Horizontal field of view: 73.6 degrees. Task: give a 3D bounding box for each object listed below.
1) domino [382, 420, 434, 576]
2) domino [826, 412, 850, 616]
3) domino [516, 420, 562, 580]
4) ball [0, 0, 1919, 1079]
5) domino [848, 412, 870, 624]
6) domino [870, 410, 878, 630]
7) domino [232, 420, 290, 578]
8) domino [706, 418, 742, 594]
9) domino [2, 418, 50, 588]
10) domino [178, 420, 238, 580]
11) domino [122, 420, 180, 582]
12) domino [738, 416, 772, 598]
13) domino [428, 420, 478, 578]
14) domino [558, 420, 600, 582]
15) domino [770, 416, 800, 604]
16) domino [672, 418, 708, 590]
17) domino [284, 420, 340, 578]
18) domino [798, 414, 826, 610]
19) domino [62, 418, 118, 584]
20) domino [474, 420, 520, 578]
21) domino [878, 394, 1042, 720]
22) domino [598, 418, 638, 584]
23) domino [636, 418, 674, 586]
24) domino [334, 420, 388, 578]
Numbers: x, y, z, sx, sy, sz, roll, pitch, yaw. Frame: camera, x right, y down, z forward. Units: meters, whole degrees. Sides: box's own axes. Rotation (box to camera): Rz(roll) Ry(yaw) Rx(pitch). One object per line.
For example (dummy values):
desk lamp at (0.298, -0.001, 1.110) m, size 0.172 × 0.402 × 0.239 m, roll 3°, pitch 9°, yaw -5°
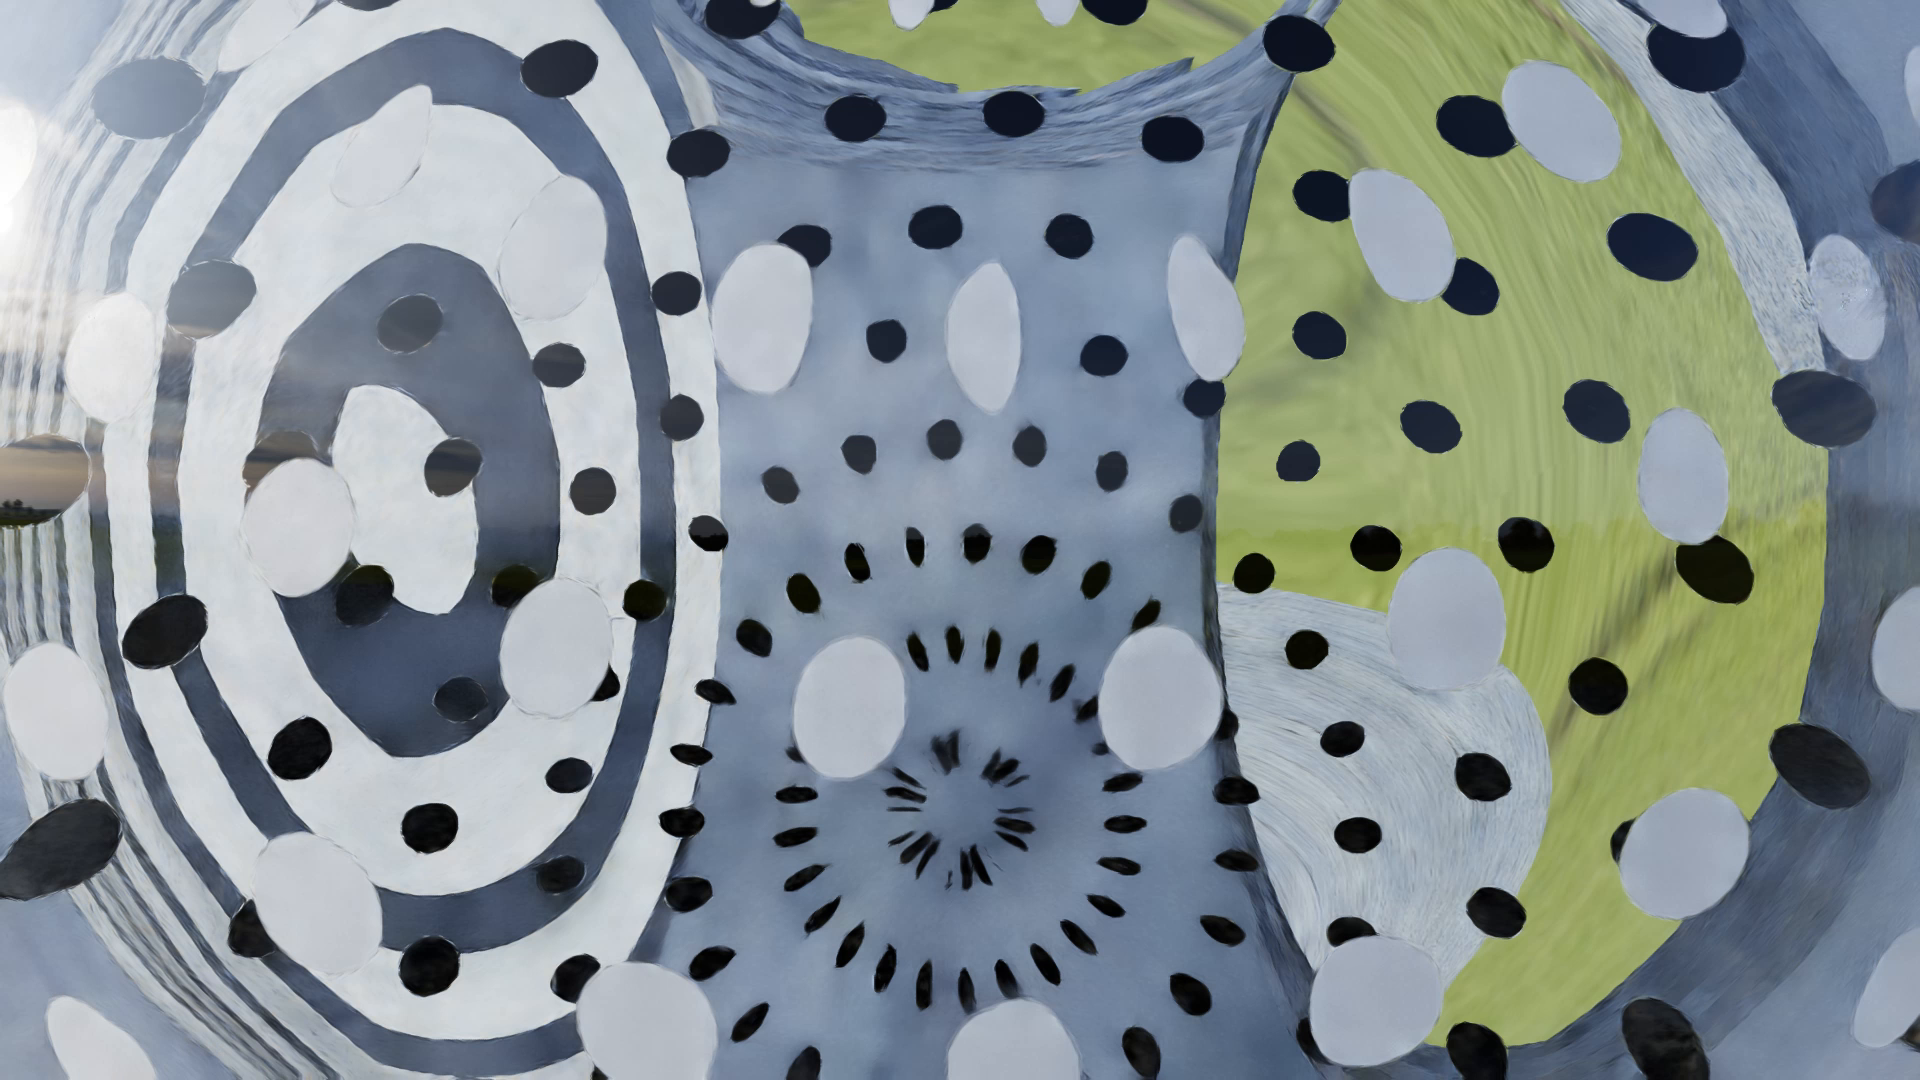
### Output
domino at (-0.178, -0.014, 0.421) m, size 0.010 × 0.050 × 0.025 m, roll 0°, pitch 4°, yaw 2°
domino at (-0.021, -0.007, 0.325) m, size 0.025 × 0.050 × 0.009 m, roll -2°, pitch 5°, yaw -29°
domino at (-0.131, -0.013, 0.413) m, size 0.010 × 0.050 × 0.025 m, roll 1°, pitch 4°, yaw 17°
ball at (0.000, -0.002, 0.056) m, size 0.080 × 0.080 × 0.080 m, roll 0°, pitch 4°, yaw 0°
domino at (-0.013, -0.006, 0.311) m, size 0.025 × 0.050 × 0.010 m, roll -2°, pitch 5°, yaw -24°
domino at (-0.007, -0.005, 0.296) m, size 0.025 × 0.050 × 0.010 m, roll -2°, pitch 5°, yaw -19°
domino at (-0.226, -0.014, 0.417) m, size 0.009 × 0.050 × 0.025 m, roll -1°, pitch 4°, yaw -13°
domino at (-0.061, -0.011, 0.375) m, size 0.009 × 0.050 × 0.025 m, roll 4°, pitch 6°, yaw 41°
domino at (-0.285, -0.012, 0.392) m, size 0.010 × 0.050 × 0.025 m, roll -3°, pitch 5°, yaw -35°
domino at (-0.242, -0.013, 0.412) m, size 0.010 × 0.050 × 0.025 m, roll -1°, pitch 5°, yaw -18°
domino at (-0.257, -0.013, 0.407) m, size 0.010 × 0.050 × 0.025 m, roll -2°, pitch 5°, yaw -22°
domino at (-0.049, -0.010, 0.364) m, size 0.025 × 0.050 × 0.009 m, roll -4°, pitch 6°, yaw -44°
domino at (-0.162, -0.014, 0.420) m, size 0.009 × 0.050 × 0.025 m, roll 1°, pitch 4°, yaw 7°
domino at (-0.115, -0.013, 0.408) m, size 0.009 × 0.050 × 0.025 m, roll 2°, pitch 5°, yaw 22°
domino at (-0.039, -0.009, 0.352) m, size 0.025 × 0.050 × 0.009 m, roll -3°, pitch 6°, yaw -39°
domino at (-0.073, -0.011, 0.385) m, size 0.010 × 0.050 × 0.025 m, roll 3°, pitch 5°, yaw 36°
domino at (-0.210, -0.014, 0.420) m, size 0.010 × 0.050 × 0.025 m, roll -1°, pitch 4°, yaw -8°
domino at (-0.029, -0.008, 0.339) m, size 0.025 × 0.050 × 0.009 m, roll -3°, pitch 5°, yaw -34°
domino at (-0.271, -0.012, 0.400) m, size 0.010 × 0.050 × 0.025 m, roll -2°, pitch 5°, yaw -27°
domino at (-0.146, -0.014, 0.417) m, size 0.010 × 0.050 × 0.025 m, roll 1°, pitch 4°, yaw 12°
domino at (0.000, 0.002, 0.201) m, size 0.025 × 0.050 × 0.010 m, roll 0°, pitch 4°, yaw 0°
domino at (-0.101, -0.013, 0.402) m, size 0.009 × 0.050 × 0.025 m, roll 2°, pitch 5°, yaw 26°
domino at (-0.087, -0.012, 0.394) m, size 0.010 × 0.050 × 0.025 m, roll 3°, pitch 5°, yaw 31°
domino at (-0.194, -0.014, 0.421) m, size 0.010 × 0.050 × 0.025 m, roll 0°, pitch 4°, yaw -3°
